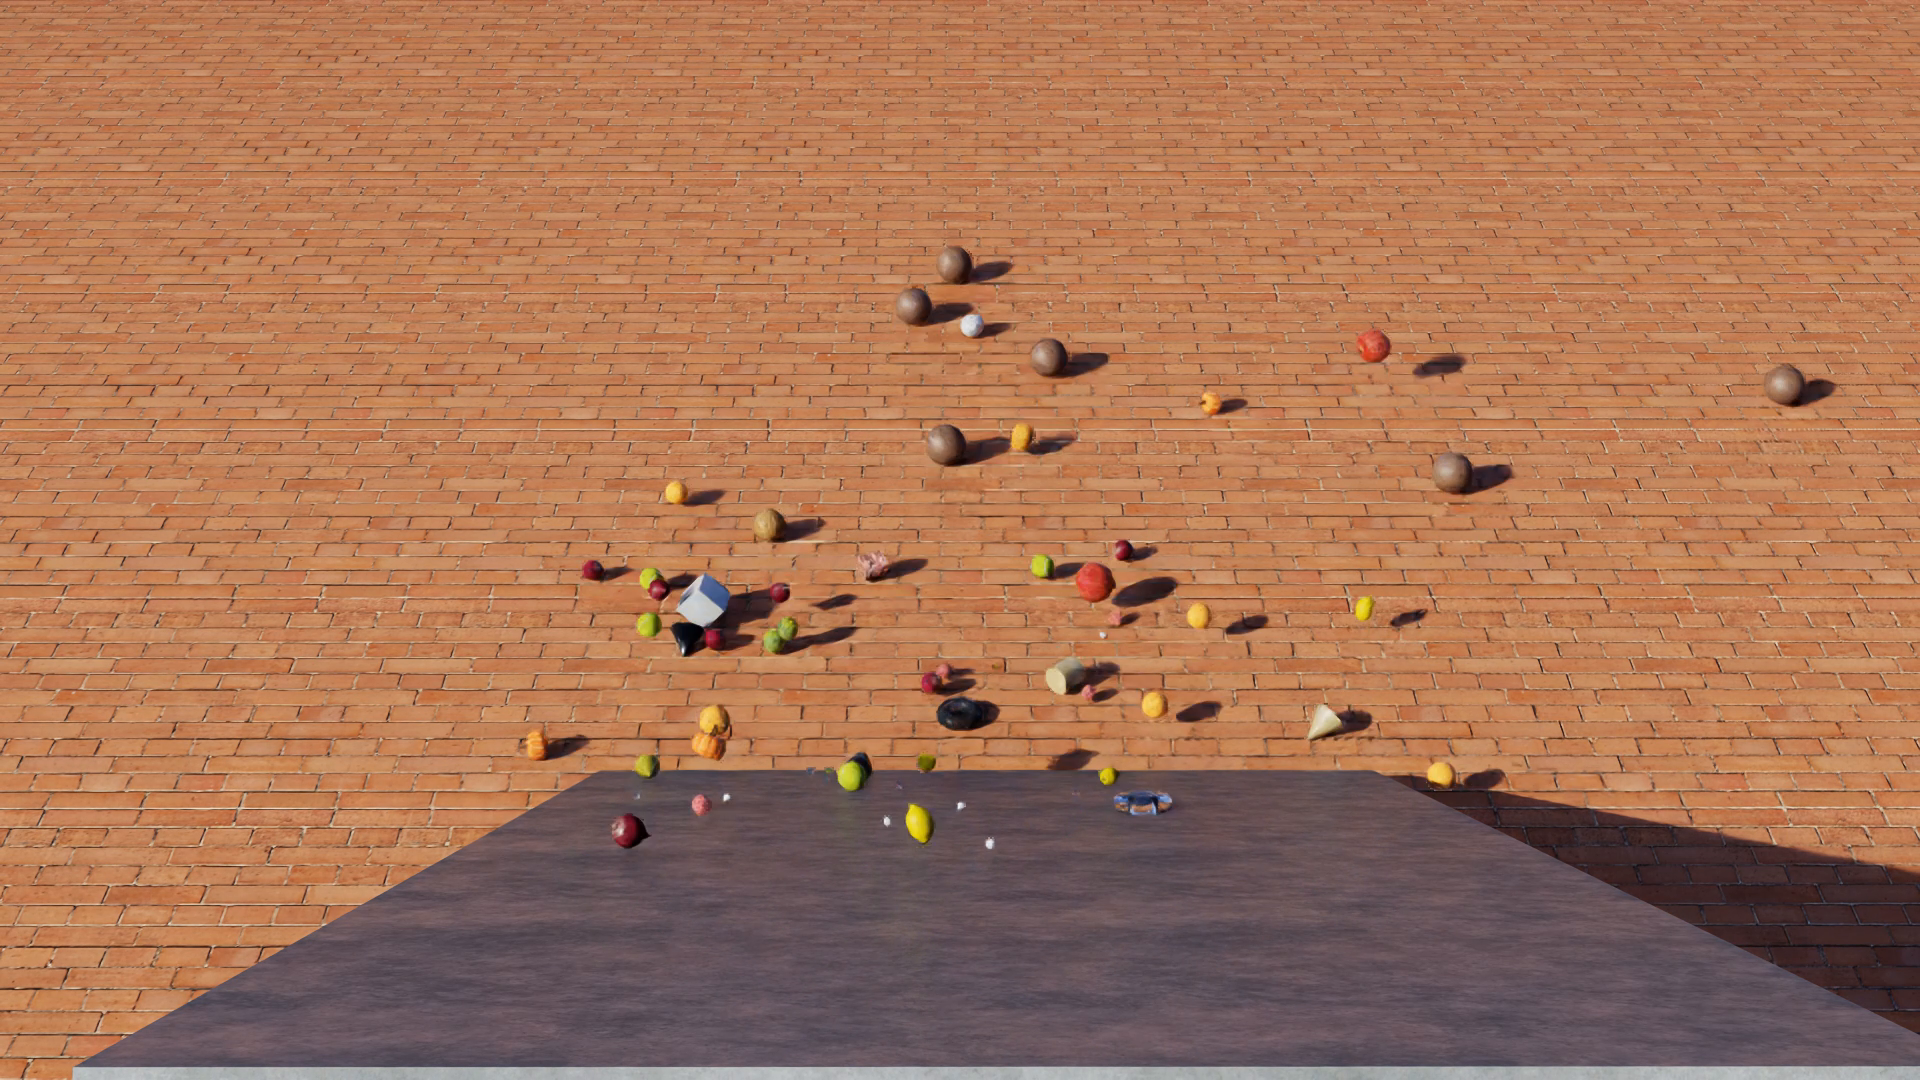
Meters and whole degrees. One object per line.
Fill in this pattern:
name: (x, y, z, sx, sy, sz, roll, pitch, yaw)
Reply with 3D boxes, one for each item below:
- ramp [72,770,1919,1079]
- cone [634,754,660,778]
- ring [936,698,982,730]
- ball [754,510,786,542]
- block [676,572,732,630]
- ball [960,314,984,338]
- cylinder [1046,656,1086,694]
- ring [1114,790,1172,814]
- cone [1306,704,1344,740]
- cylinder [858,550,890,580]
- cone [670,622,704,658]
ramp: (0.071, 0.623, 4.710, 2.000, 0.100, 4.000, 0, -1, 0)
cone: (-0.769, 0.571, 6.403, 0.064, 0.064, 0.064, -6, 18, -10)
ring: (-0.001, 0.472, 7.033, 0.125, 0.042, 0.125, 0, 33, 0)
ball: (-0.575, -0.044, 7.811, 0.098, 0.098, 0.098, 0, 32, 0)
block: (-0.733, 0.176, 7.416, 0.099, 0.099, 0.099, 41, 28, -17)
ball: (0.043, -0.742, 8.954, 0.082, 0.082, 0.082, 0, 32, 0)
cylinder: (0.292, 0.373, 7.154, 0.080, 0.080, 0.080, 28, 41, 37)
ring: (0.391, 0.562, 5.546, 0.126, 0.042, 0.126, -1, 0, 0)
cone: (0.963, 0.508, 6.965, 0.096, 0.096, 0.096, -41, 46, -15)
cylinder: (-0.255, 0.075, 7.628, 0.072, 0.072, 0.072, -17, 35, -14)
cone: (-0.776, 0.295, 7.318, 0.093, 0.093, 0.093, 2, 58, 3)
